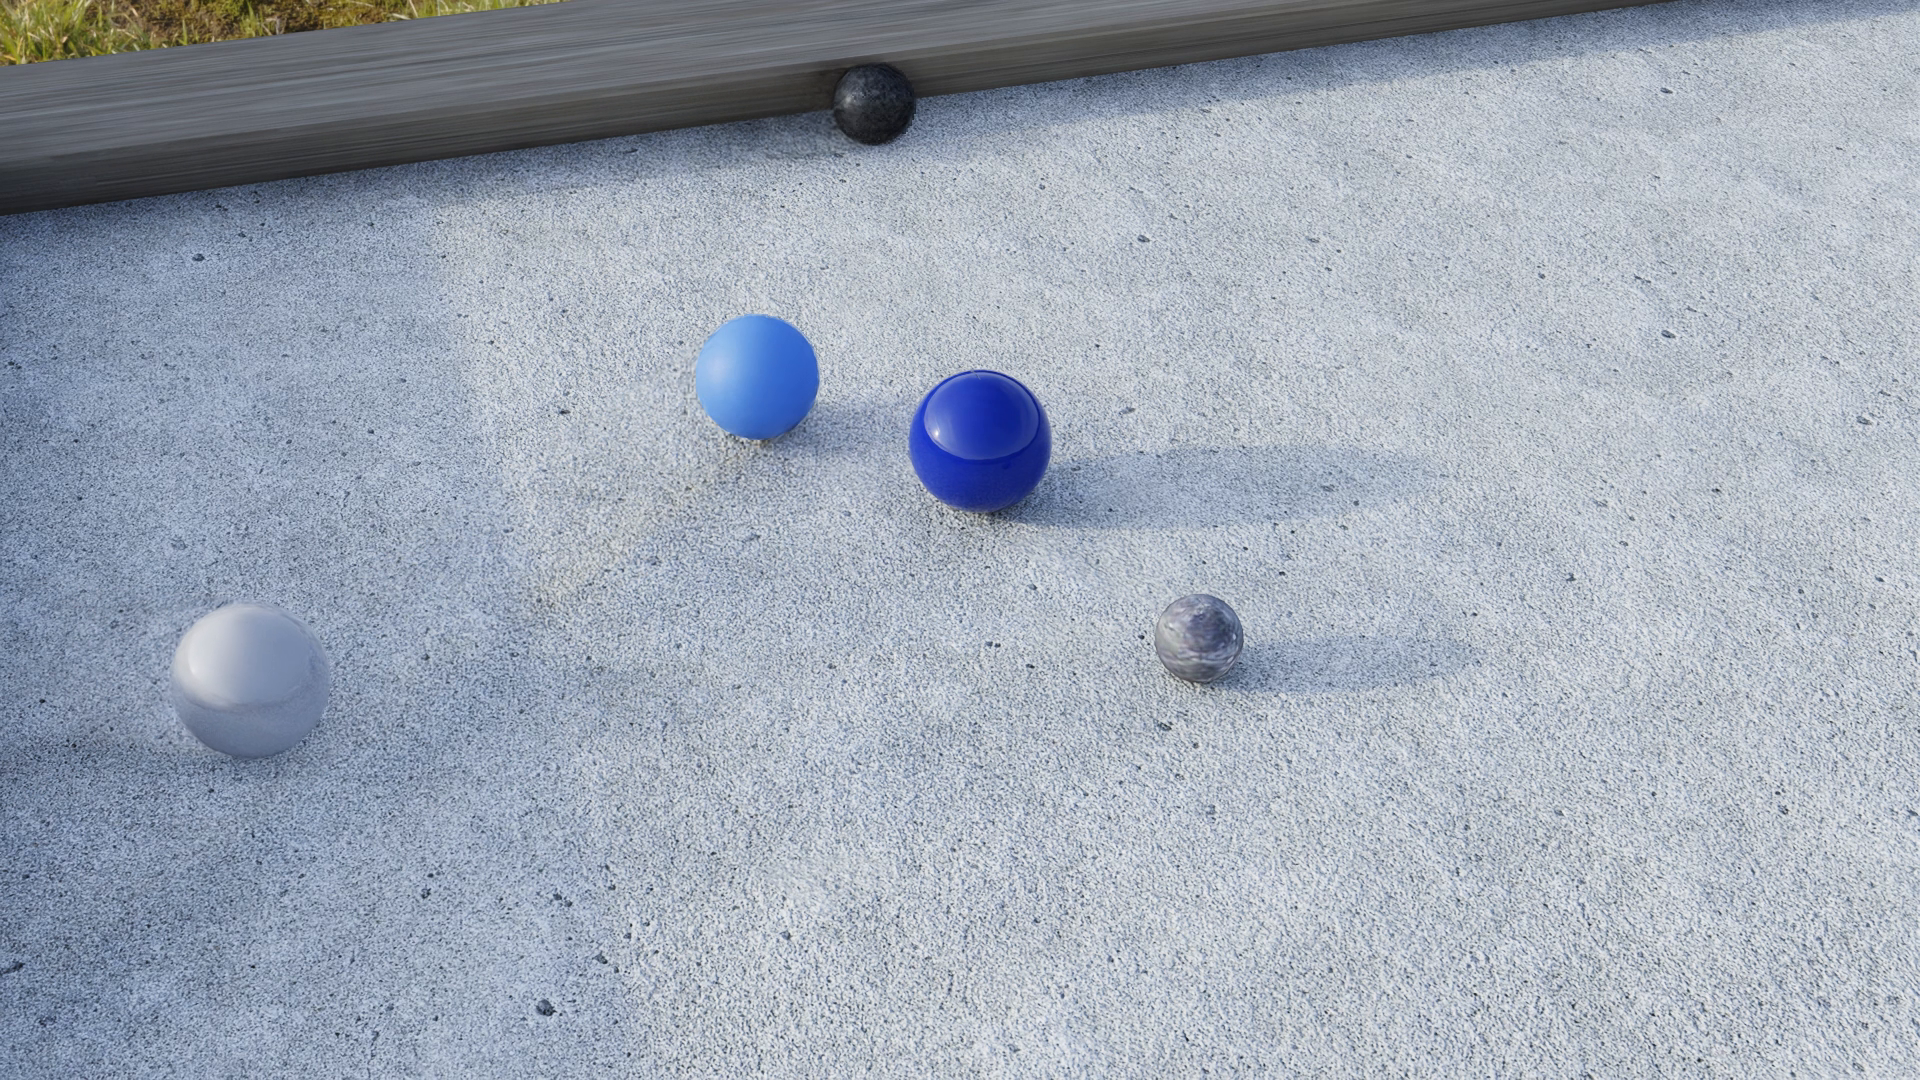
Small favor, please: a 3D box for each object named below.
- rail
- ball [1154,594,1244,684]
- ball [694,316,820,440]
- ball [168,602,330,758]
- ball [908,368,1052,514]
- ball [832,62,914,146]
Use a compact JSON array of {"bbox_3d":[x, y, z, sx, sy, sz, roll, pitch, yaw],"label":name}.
[{"bbox_3d":[0.458,-0.495,2.236,2.668,0.121,0.045,-10,37,-13],"label":"rail"},{"bbox_3d":[0.142,0.058,1.523,0.053,0.053,0.053,0,36,0],"label":"ball"},{"bbox_3d":[-0.137,-0.109,1.731,0.084,0.084,0.084,0,36,0],"label":"ball"},{"bbox_3d":[-0.405,0.080,1.463,0.088,0.088,0.088,0,36,0],"label":"ball"},{"bbox_3d":[0.013,-0.064,1.659,0.093,0.093,0.093,0,36,0],"label":"ball"},{"bbox_3d":[-0.071,-0.355,2.089,0.066,0.066,0.066,0,36,0],"label":"ball"}]
